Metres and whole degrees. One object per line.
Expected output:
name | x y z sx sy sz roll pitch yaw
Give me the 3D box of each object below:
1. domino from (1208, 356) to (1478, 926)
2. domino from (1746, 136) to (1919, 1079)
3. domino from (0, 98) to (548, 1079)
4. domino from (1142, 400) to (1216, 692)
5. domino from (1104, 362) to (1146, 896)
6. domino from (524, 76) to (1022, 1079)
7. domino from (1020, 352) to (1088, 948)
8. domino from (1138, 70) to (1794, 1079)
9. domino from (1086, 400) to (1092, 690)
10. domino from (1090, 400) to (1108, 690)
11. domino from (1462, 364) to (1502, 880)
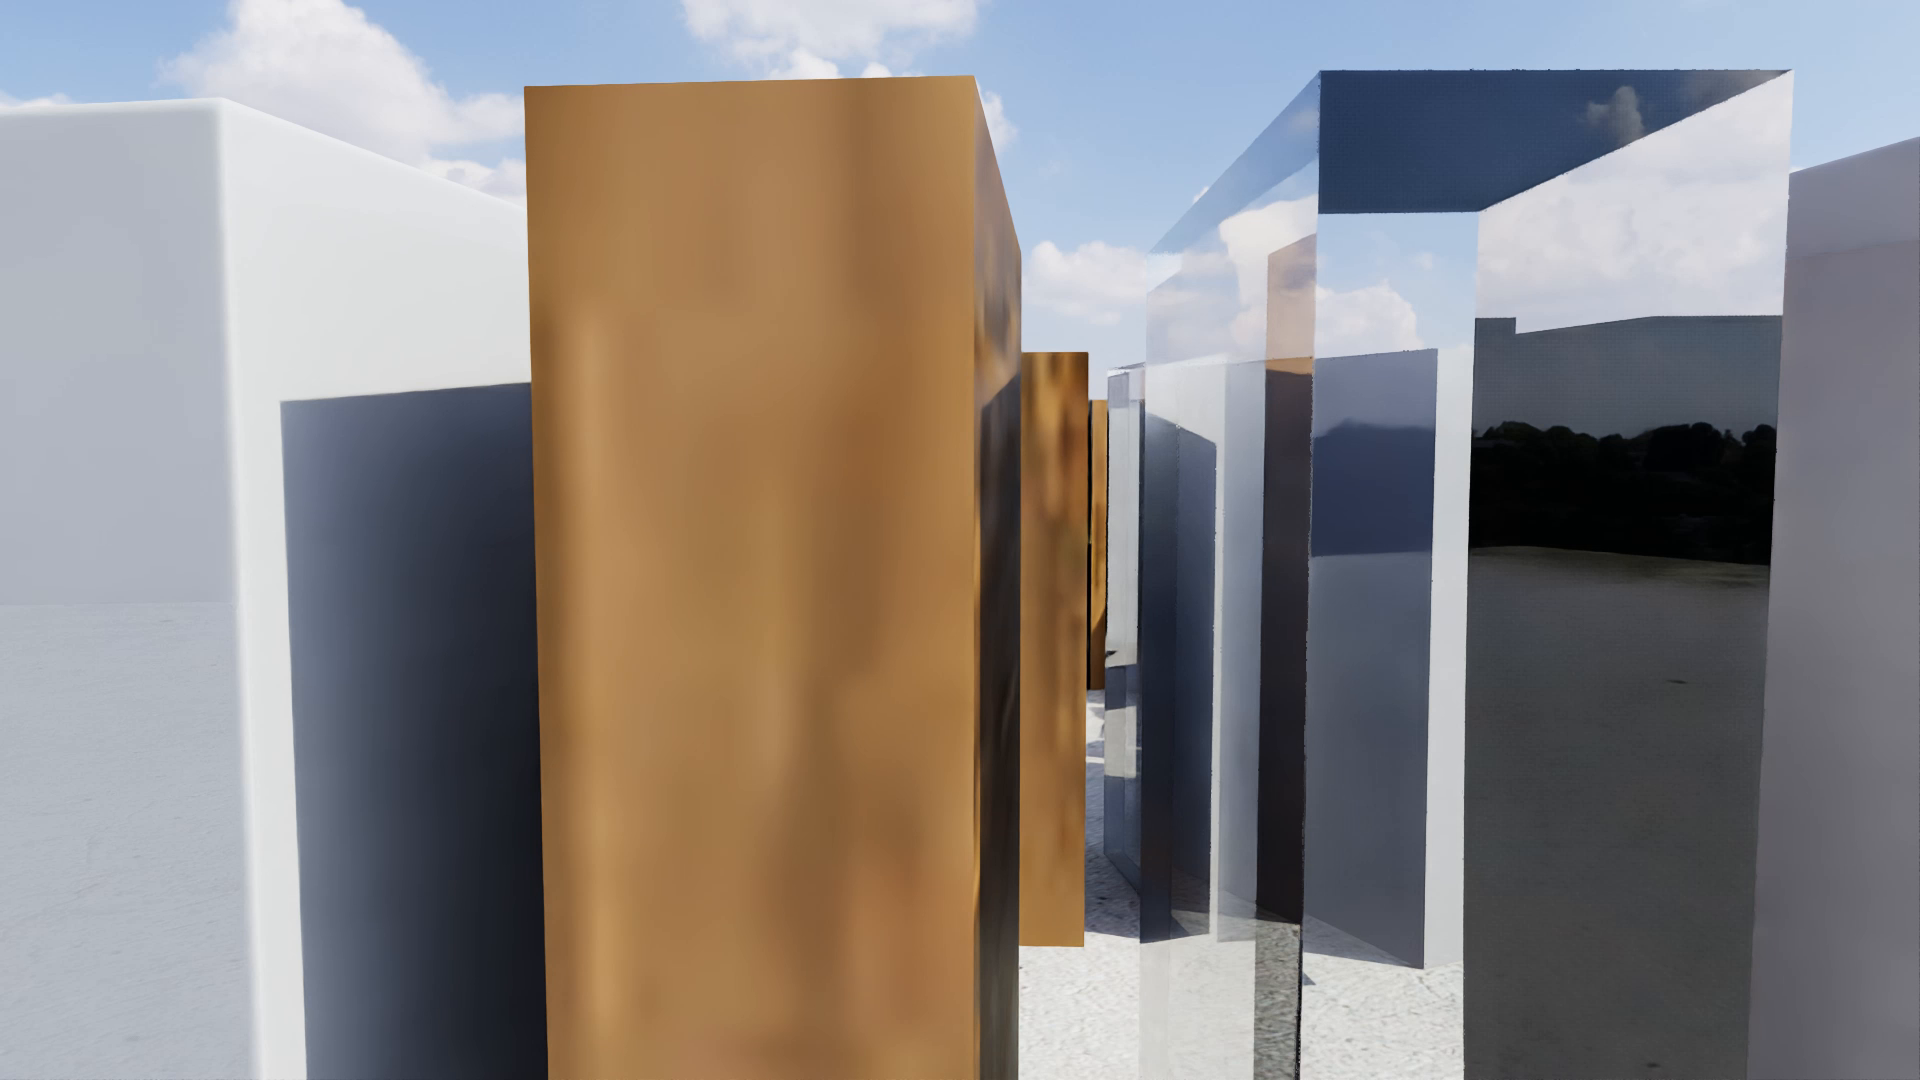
domino | 0.036 0.008 0.125 0.010 0.050 0.025 -2 5 -27
domino | 0.028 0.014 0.041 0.010 0.050 0.025 0 4 -5
domino | -0.019 0.014 0.043 0.010 0.050 0.025 1 4 9
domino | 0.040 0.000 0.232 0.010 0.050 0.025 1 4 17
domino | 0.022 0.009 0.120 0.009 0.050 0.025 -1 4 -9
domino | -0.003 0.014 0.041 0.010 0.050 0.025 0 4 5
domino | 0.006 0.009 0.119 0.009 0.050 0.025 0 4 2
domino | 0.012 0.015 0.040 0.009 0.050 0.025 0 4 0
domino | 0.011 0.000 0.228 0.010 0.050 0.025 -3 5 -38
domino | 0.025 0.000 0.233 0.009 0.050 0.025 -1 4 -12
domino | 0.049 0.008 0.133 0.009 0.050 0.025 -3 6 -39
